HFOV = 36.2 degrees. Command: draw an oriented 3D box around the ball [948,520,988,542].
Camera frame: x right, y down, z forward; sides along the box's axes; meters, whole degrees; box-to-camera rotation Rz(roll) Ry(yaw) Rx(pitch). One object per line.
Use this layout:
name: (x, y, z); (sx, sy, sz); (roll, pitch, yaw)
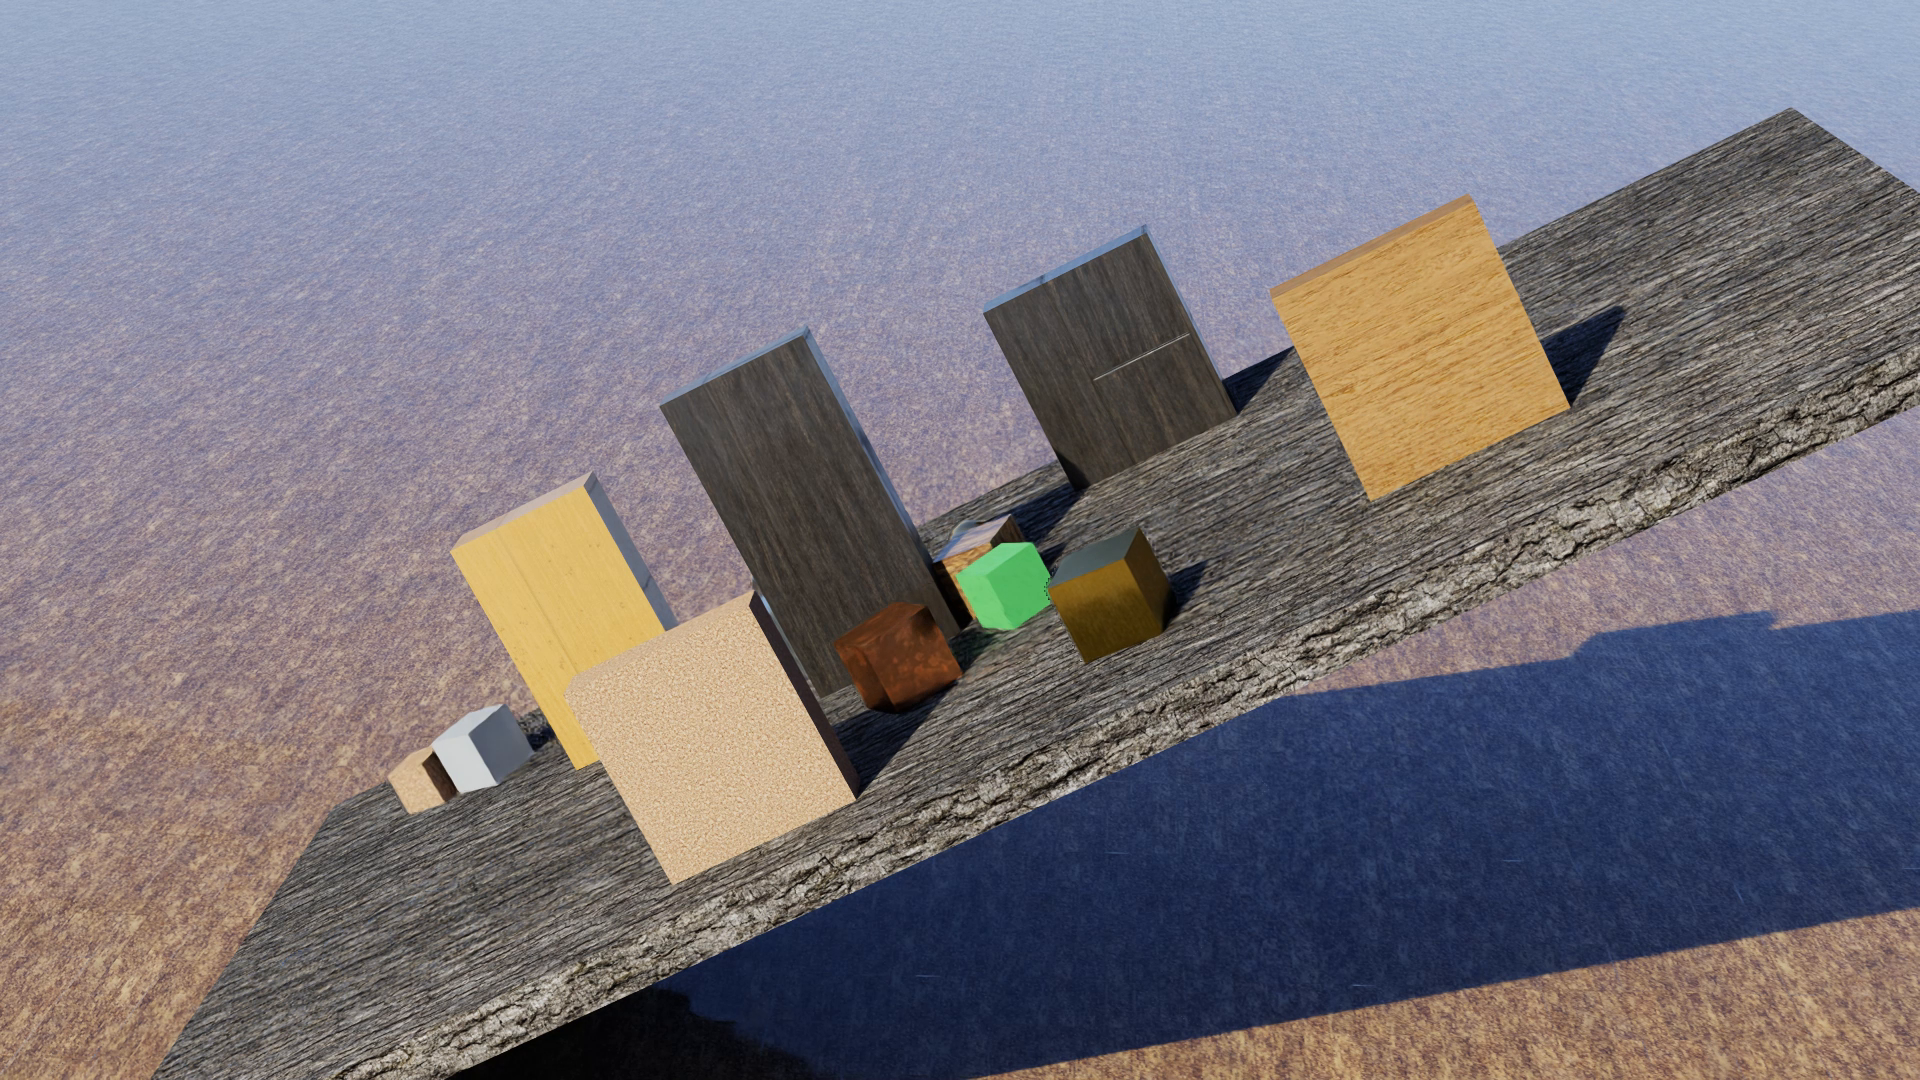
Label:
ball: (0.033, 0.013, 6.582); (0.120, 0.120, 0.120); (0, 17, 0)

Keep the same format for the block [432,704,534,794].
block: (-1.142, 0.499, 7.038); (0.143, 0.143, 0.143); (-16, 18, 41)

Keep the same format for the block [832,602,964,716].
block: (-0.127, 0.240, 5.976); (0.162, 0.162, 0.162); (-33, 14, -20)

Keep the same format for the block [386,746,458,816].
block: (-1.286, 0.576, 7.101); (0.114, 0.114, 0.114); (-20, 16, 29)

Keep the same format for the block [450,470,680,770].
block: (-0.853, 0.185, 6.689); (0.345, 0.584, 0.127); (-26, 14, 10)

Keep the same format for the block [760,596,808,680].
block: (-0.369, 0.208, 6.545); (0.171, 0.171, 0.171); (-23, 14, 18)

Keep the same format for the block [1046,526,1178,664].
block: (0.294, 0.105, 5.645); (0.167, 0.167, 0.167); (-22, 15, 22)

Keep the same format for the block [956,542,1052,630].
block: (0.100, 0.095, 6.131); (0.131, 0.131, 0.131); (-35, 15, -25)

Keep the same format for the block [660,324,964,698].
block: (-0.309, -0.055, 6.220); (0.339, 0.720, 0.096); (-26, 14, 10)

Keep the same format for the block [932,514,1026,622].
block: (0.059, 0.060, 6.301); (0.148, 0.148, 0.148); (-21, 15, 28)

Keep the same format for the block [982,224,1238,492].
block: (0.348, -0.418, 6.788); (0.417, 0.475, 0.108); (-26, 14, 10)

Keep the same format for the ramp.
ramp: (0.139, 0.168, 6.281); (4.000, 0.100, 2.000); (-26, 14, 10)

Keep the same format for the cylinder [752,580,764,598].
cylinder: (-0.340, 0.130, 6.718); (0.196, 0.196, 0.196); (-22, 8, 22)

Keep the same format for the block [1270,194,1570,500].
block: (0.881, -0.368, 5.641); (0.418, 0.444, 0.091); (-26, 14, 10)

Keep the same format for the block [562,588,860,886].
block: (-0.467, 0.375, 5.576); (0.397, 0.429, 0.105); (-26, 14, 10)
